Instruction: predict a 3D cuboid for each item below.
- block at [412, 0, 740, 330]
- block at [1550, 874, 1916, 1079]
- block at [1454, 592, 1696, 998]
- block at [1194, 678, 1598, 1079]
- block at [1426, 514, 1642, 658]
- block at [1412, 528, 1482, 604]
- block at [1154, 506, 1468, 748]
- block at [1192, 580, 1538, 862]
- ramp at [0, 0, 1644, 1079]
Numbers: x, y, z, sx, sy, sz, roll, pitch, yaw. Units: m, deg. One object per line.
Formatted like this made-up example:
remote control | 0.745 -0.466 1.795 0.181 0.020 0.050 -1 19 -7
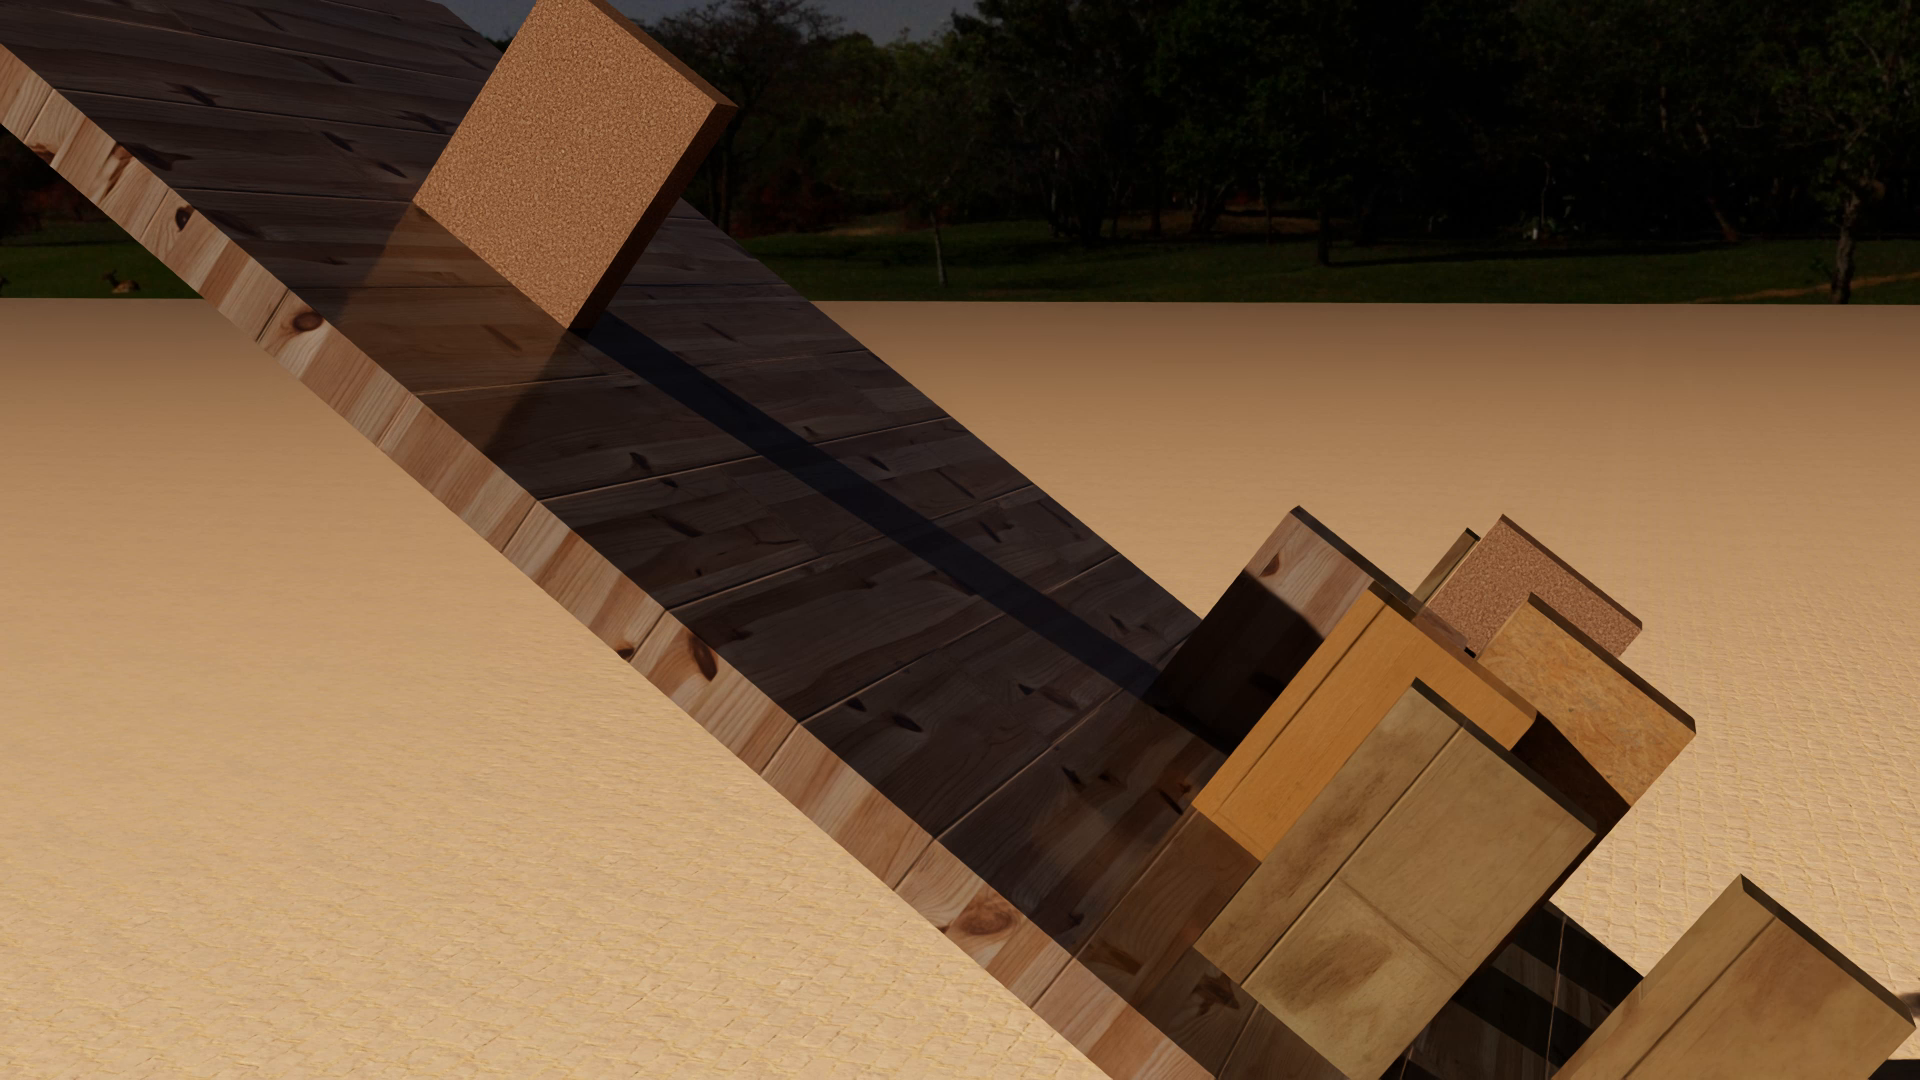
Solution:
block | -0.683 -0.682 3.888 0.377 0.483 0.100 39 16 9
block | 0.936 0.771 2.921 0.266 0.631 0.089 39 16 9
block | 0.942 0.448 3.868 0.353 0.623 0.134 39 16 9
block | 0.635 0.508 3.239 0.329 0.518 0.080 39 16 9
block | 1.012 0.307 4.390 0.342 0.639 0.107 39 16 9
block | 1.045 0.289 4.704 0.335 0.536 0.080 39 16 9
block | 0.681 0.235 4.277 0.417 0.430 0.128 39 16 9
block | 0.694 0.375 3.795 0.351 0.491 0.110 39 16 9
ramp | -0.050 0.108 4.063 4.000 0.100 2.000 39 16 9
